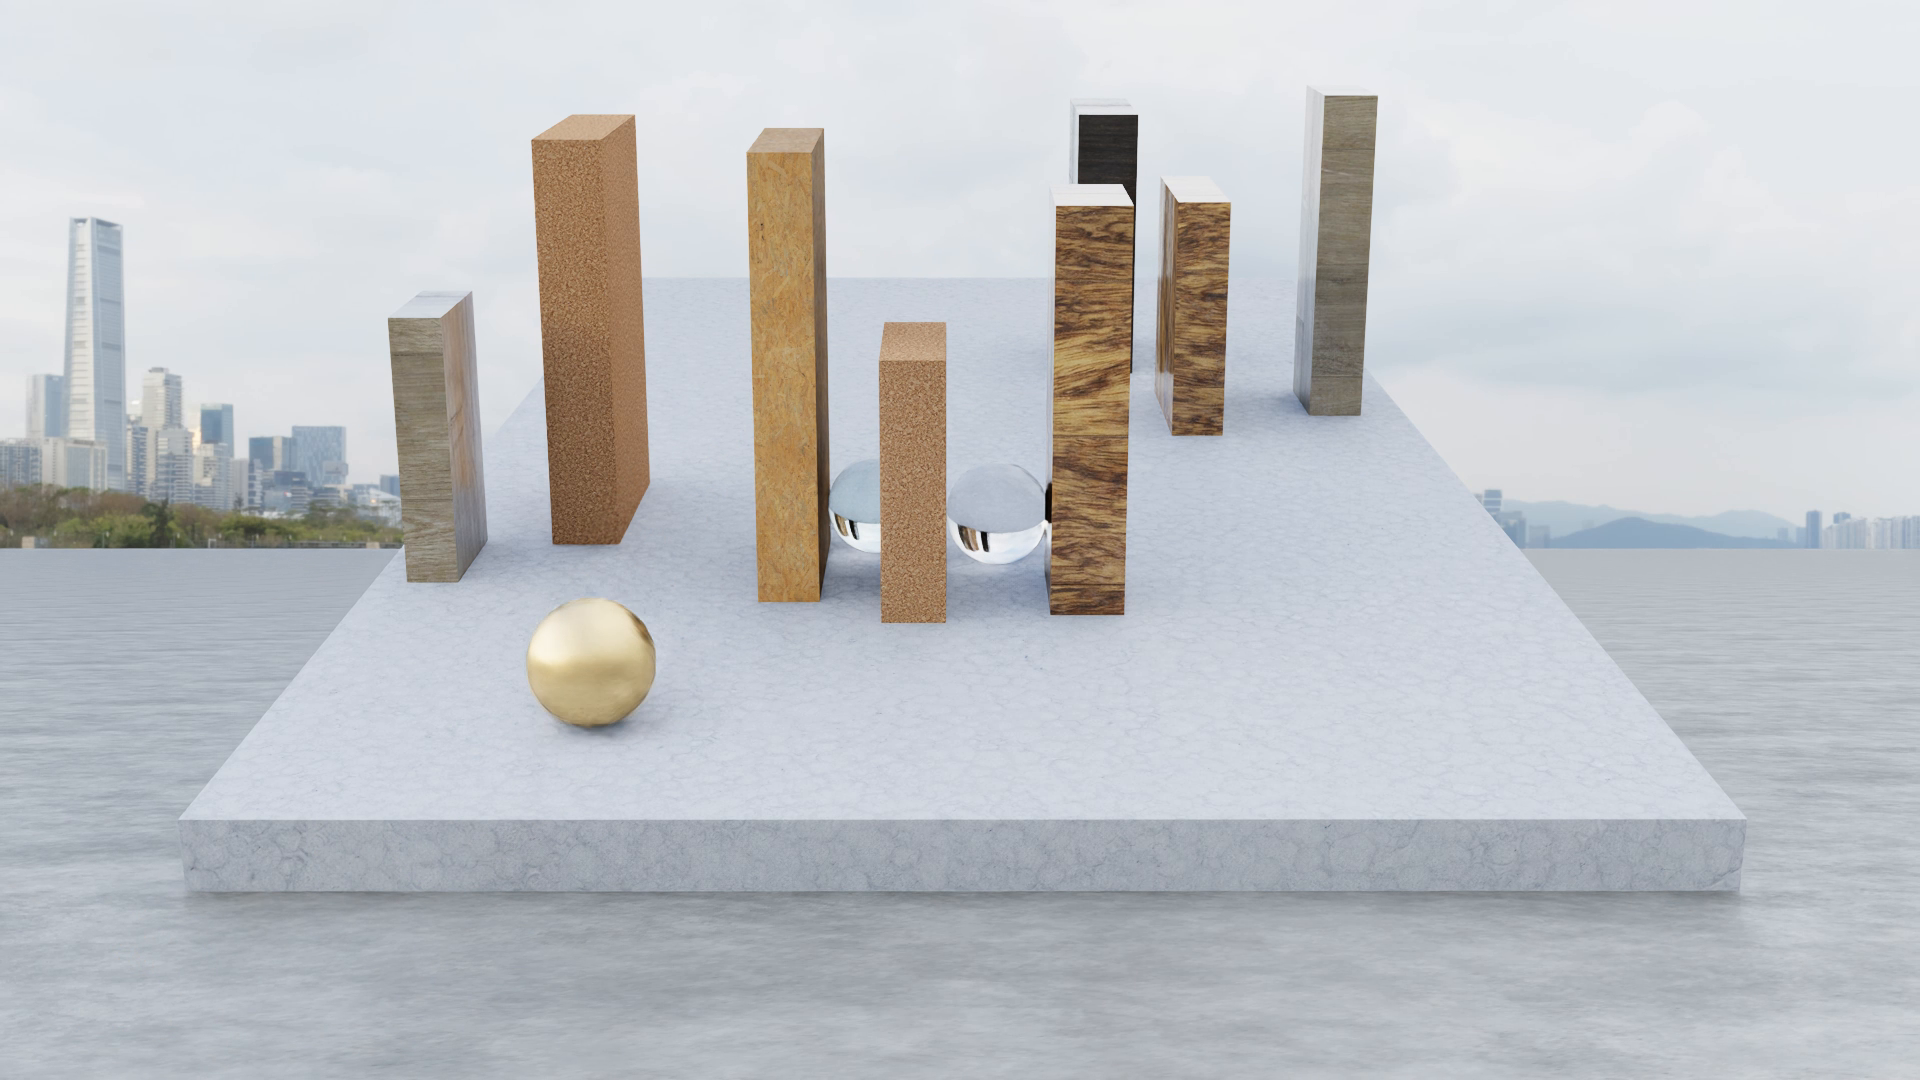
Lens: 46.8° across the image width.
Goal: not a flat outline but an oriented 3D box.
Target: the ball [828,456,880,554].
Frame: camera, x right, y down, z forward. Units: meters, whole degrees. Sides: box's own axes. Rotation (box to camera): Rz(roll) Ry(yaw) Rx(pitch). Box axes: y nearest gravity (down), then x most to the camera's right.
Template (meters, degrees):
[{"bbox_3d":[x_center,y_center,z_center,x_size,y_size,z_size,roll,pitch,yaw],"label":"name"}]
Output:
[{"bbox_3d":[-0.148,-0.062,3.923,0.171,0.171,0.171,0,0,0],"label":"ball"}]

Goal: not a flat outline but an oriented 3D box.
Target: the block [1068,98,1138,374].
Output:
[{"bbox_3d":[0.347,-0.757,5.471,0.140,0.619,0.399,0,17,0],"label":"block"}]

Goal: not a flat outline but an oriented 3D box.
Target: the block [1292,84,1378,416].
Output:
[{"bbox_3d":[0.838,-0.651,4.969,0.115,0.705,0.251,0,17,0],"label":"block"}]

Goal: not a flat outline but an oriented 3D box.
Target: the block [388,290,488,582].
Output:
[{"bbox_3d":[-0.897,-0.182,3.826,0.087,0.456,0.251,0,17,0],"label":"block"}]

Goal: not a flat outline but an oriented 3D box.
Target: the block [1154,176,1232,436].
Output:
[{"bbox_3d":[0.510,-0.527,4.905,0.110,0.502,0.430,0,17,0],"label":"block"}]

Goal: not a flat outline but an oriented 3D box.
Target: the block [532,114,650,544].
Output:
[{"bbox_3d":[-0.673,-0.398,4.088,0.119,0.721,0.427,0,17,0],"label":"block"}]

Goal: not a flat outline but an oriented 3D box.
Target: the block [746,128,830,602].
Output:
[{"bbox_3d":[-0.284,-0.303,3.738,0.102,0.739,0.360,0,17,0],"label":"block"}]

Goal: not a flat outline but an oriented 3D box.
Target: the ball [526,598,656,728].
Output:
[{"bbox_3d":[-0.519,0.172,3.120,0.182,0.182,0.182,0,0,0],"label":"ball"}]

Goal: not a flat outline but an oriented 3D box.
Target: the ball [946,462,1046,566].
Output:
[{"bbox_3d":[0.065,-0.047,3.858,0.181,0.181,0.181,0,0,0],"label":"ball"}]

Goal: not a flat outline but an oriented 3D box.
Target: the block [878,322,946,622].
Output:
[{"bbox_3d":[-0.075,-0.117,3.657,0.104,0.431,0.312,0,17,0],"label":"block"}]

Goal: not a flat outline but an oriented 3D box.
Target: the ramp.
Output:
[{"bbox_3d":[-0.003,-0.168,4.755,2.000,0.100,4.000,0,17,0],"label":"ramp"}]

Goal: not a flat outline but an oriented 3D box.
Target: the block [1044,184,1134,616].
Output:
[{"bbox_3d":[0.207,-0.232,3.631,0.120,0.666,0.248,0,17,0],"label":"block"}]
